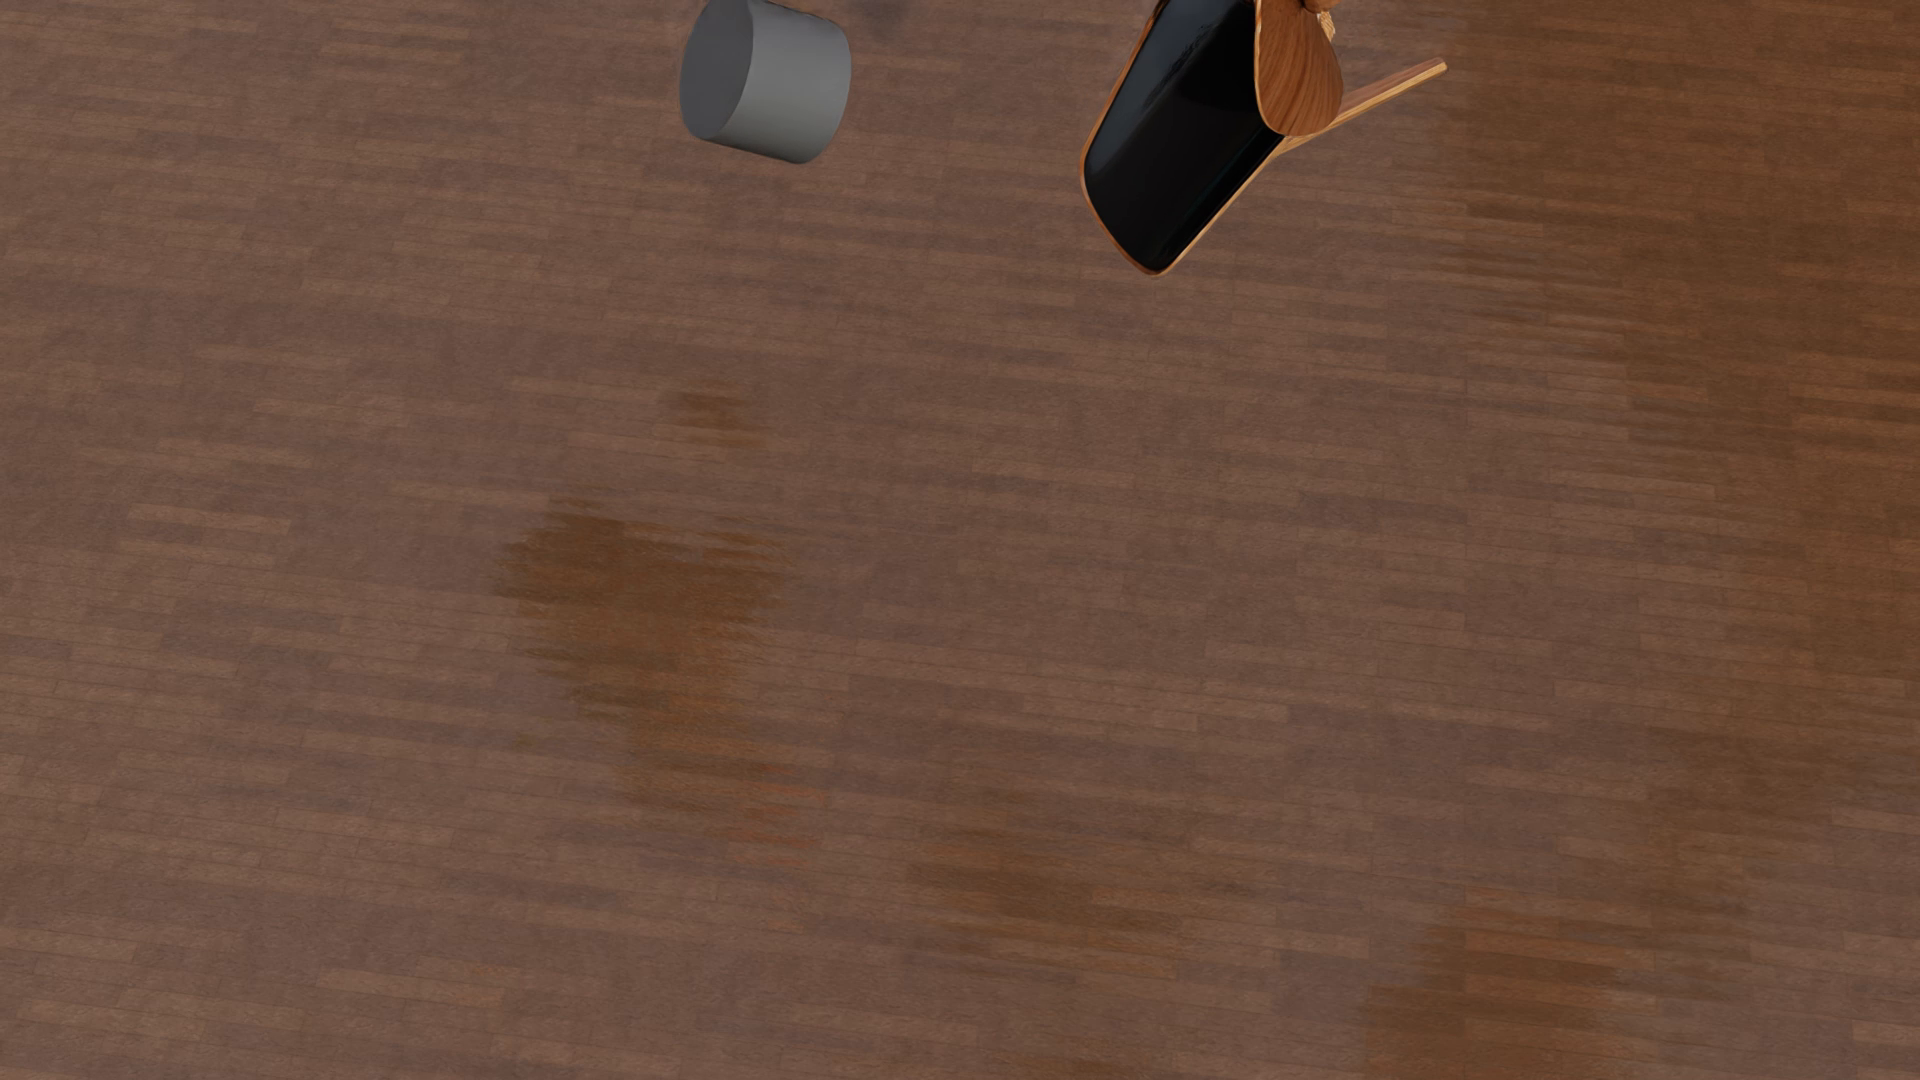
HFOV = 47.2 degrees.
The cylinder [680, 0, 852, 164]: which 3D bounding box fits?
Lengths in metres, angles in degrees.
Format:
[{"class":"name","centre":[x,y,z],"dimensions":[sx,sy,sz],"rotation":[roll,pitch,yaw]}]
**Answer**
[{"class":"cylinder","centre":[-0.263,-0.619,2.947],"dimensions":[0.149,0.197,0.205],"rotation":[9,31,-34]}]
